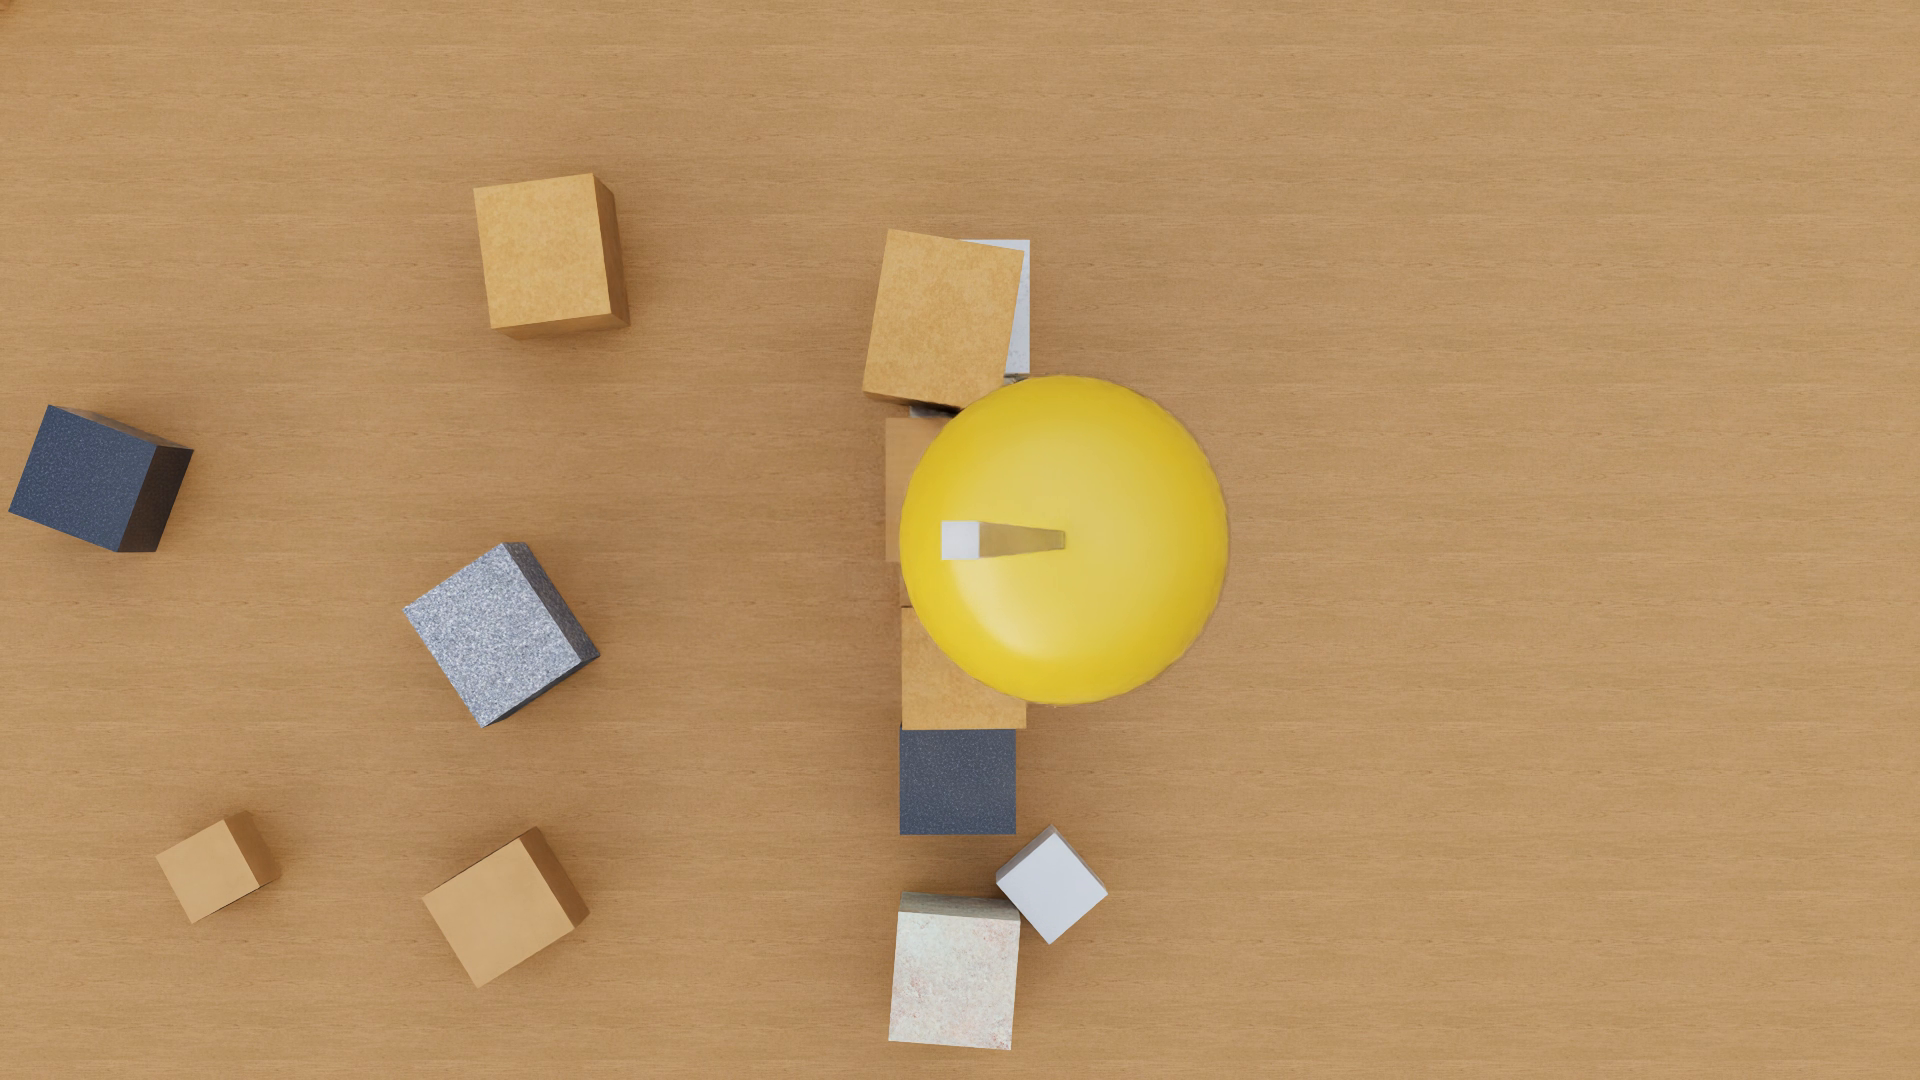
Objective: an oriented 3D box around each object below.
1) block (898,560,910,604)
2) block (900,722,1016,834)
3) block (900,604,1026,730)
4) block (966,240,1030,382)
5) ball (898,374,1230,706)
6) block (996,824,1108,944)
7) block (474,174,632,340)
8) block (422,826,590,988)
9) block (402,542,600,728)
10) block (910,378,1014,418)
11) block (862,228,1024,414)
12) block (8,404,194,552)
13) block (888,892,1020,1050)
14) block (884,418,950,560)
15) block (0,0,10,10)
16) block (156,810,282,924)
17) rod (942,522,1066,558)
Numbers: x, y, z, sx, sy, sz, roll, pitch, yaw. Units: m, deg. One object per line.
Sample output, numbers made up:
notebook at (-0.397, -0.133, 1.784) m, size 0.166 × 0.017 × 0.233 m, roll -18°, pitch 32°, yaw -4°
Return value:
block at (-0.017, 0.030, 12.710) m, size 0.659 × 0.580 × 0.671 m, roll 0°, pitch 90°, yaw 0°
block at (-0.013, 1.367, 12.738) m, size 0.660 × 0.525 × 0.610 m, roll 0°, pitch 90°, yaw 0°
block at (0.020, 0.710, 12.588) m, size 0.685 × 0.825 × 0.676 m, roll -1°, pitch 90°, yaw 0°
block at (-0.008, -1.301, 12.621) m, size 0.790 × 0.757 × 0.741 m, roll 0°, pitch 90°, yaw 0°
ball at (0.500, 0.000, 10.628) m, size 1.600 × 1.600 × 1.600 m, roll 0°, pitch 90°, yaw 0°
block at (0.528, 1.997, 12.799) m, size 0.444 × 0.402 × 0.465 m, roll -41°, pitch 90°, yaw 0°
block at (-2.328, -1.611, 12.624) m, size 0.672 × 0.752 × 0.787 m, roll -7°, pitch 90°, yaw 0°
block at (-2.620, 2.115, 12.734) m, size 0.648 × 0.532 × 0.607 m, roll -32°, pitch 90°, yaw 0°
block at (-2.626, 0.536, 12.667) m, size 0.675 × 0.666 × 0.804 m, roll -34°, pitch 90°, yaw 0°
block at (0.010, -0.618, 12.725) m, size 0.582 × 0.550 × 0.606 m, roll 0°, pitch 90°, yaw 0°
block at (-0.088, -1.149, 11.882) m, size 0.725 × 0.721 × 0.862 m, roll 9°, pitch 90°, yaw 0°
block at (-4.948, -0.347, 12.701) m, size 0.656 × 0.599 × 0.646 m, roll 21°, pitch 90°, yaw 0°
block at (-0.031, 2.463, 12.641) m, size 0.684 × 0.717 × 0.722 m, roll 4°, pitch 90°, yaw 0°
block at (-0.018, -0.268, 12.043) m, size 0.758 × 0.754 × 0.755 m, roll 0°, pitch 90°, yaw 0°
block at (-5.928, -3.426, 12.719) m, size 0.590 × 0.563 × 0.606 m, roll -4°, pitch 90°, yaw 0°
block at (-4.304, 1.896, 12.789) m, size 0.443 × 0.422 × 0.441 m, roll -28°, pitch 90°, yaw 0°
rod at (0.217, 0.000, 7.240) m, size 0.080 × 5.200 × 0.080 m, roll 0°, pitch 90°, yaw 5°
